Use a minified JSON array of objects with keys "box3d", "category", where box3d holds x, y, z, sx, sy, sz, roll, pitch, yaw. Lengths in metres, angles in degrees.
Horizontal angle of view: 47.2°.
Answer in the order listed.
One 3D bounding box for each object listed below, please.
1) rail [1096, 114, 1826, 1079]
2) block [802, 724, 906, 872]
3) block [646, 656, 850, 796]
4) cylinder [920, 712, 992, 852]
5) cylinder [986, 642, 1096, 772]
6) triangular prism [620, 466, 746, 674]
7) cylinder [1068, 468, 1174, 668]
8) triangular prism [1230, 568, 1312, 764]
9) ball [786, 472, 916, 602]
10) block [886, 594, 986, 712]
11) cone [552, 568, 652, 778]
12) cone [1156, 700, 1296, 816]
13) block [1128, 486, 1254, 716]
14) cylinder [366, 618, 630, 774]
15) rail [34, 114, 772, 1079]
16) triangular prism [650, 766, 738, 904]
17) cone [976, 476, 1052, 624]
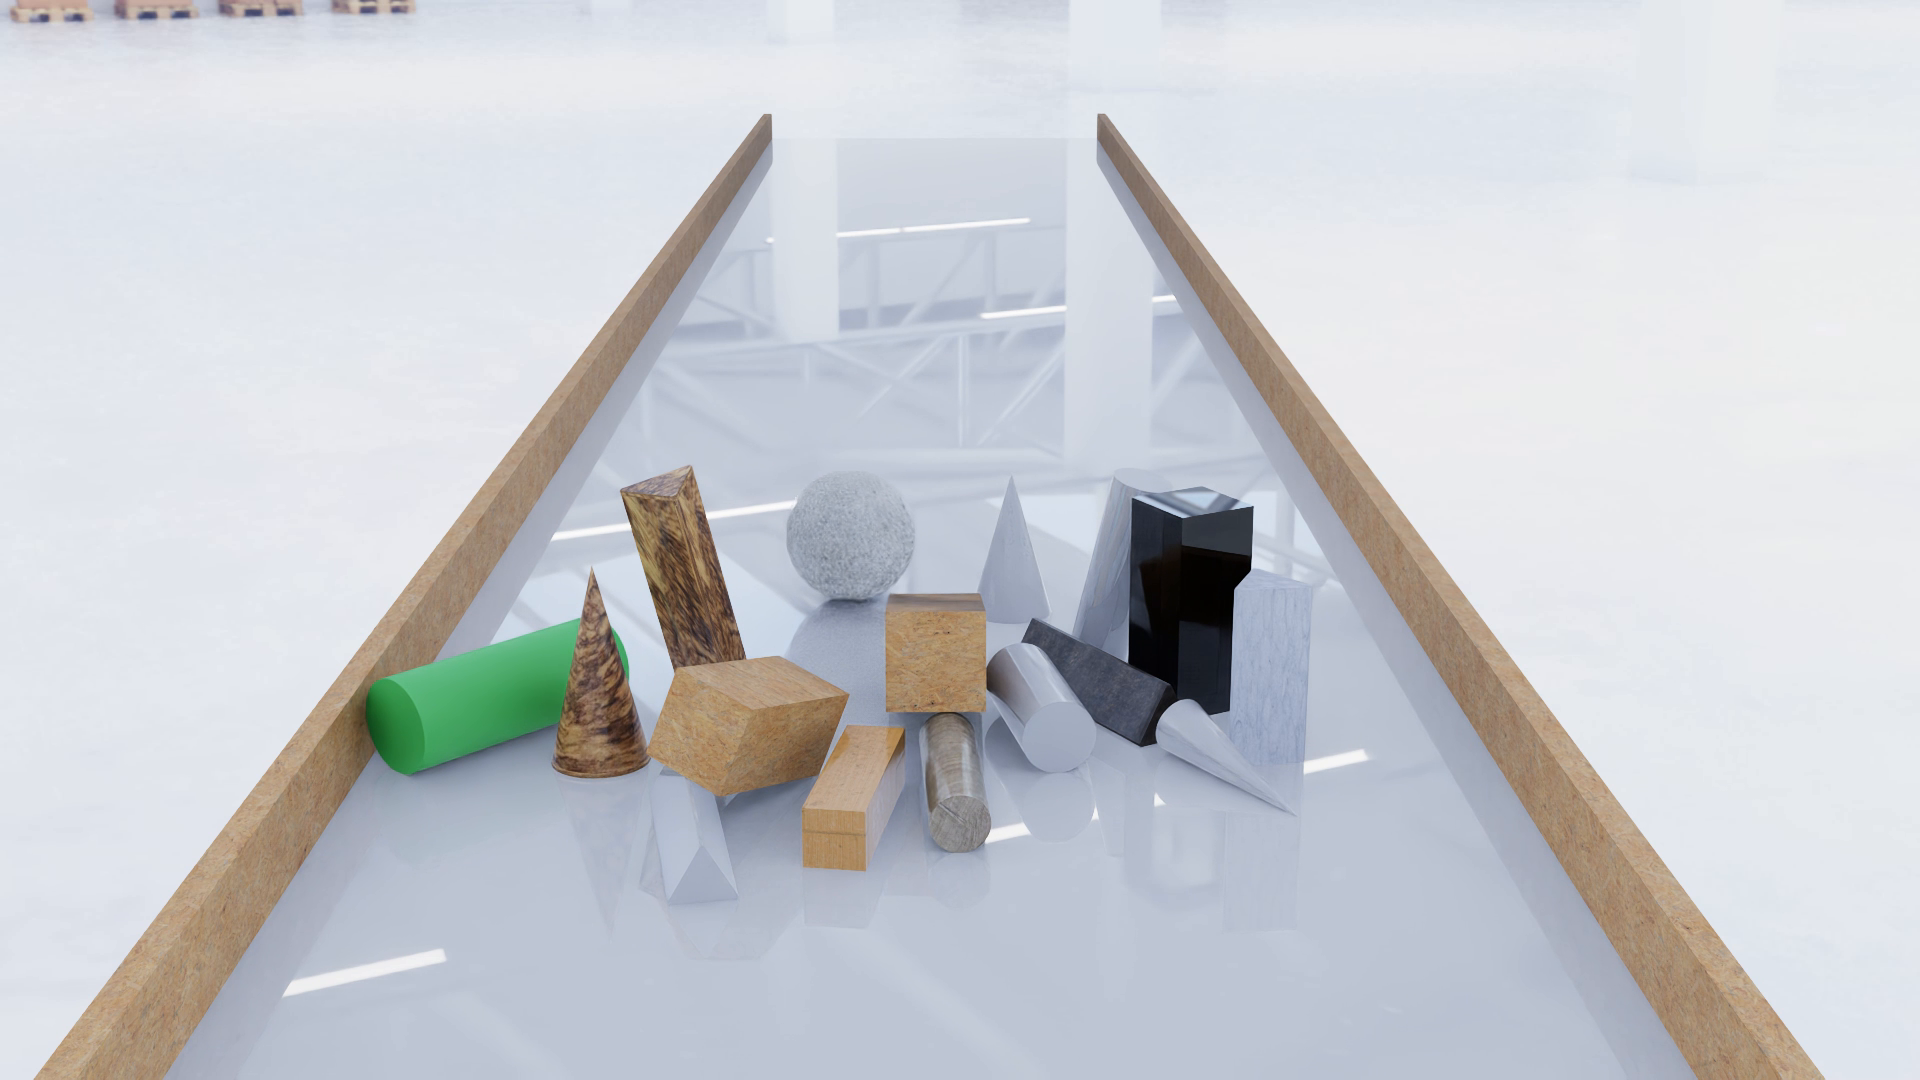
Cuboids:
[{"box3d":[0.932,-0.844,7.801,0.050,0.150,12.000,0,17,-1],"category":"rail"},{"box3d":[-0.172,0.421,3.634,0.101,0.101,0.363,2,17,8],"category":"block"},{"box3d":[-0.354,0.310,3.719,0.157,0.157,0.319,26,12,24],"category":"block"},{"box3d":[-0.011,0.402,3.700,0.100,0.100,0.373,-1,17,-3],"category":"cylinder"},{"box3d":[0.142,0.300,3.984,0.133,0.133,0.315,-3,17,-11],"category":"cylinder"},{"box3d":[-0.501,0.073,4.195,0.143,0.420,0.123,6,30,38],"category":"triangular prism"},{"box3d":[0.315,0.056,4.335,0.120,0.383,0.120,11,22,-5],"category":"cylinder"},{"box3d":[0.535,0.223,3.905,0.137,0.326,0.119,-2,17,-8],"category":"triangular prism"},{"box3d":[-0.236,-0.007,4.759,0.280,0.280,0.280,0,17,0],"category":"ball"},{"box3d":[-0.046,0.203,4.067,0.176,0.176,0.429,0,3,-1],"category":"block"},{"box3d":[-0.638,0.216,3.861,0.176,0.364,0.176,0,17,0],"category":"cone"},{"box3d":[0.479,0.397,3.802,0.103,0.103,0.342,-10,28,-29],"category":"cone"},{"box3d":[0.431,0.119,4.133,0.161,0.396,0.161,-9,19,-29],"category":"block"},{"box3d":[-0.833,0.276,3.996,0.174,0.174,0.456,14,22,39],"category":"cylinder"},{"box3d":[-1.118,-0.838,7.780,0.050,0.150,12.000,0,17,-1],"category":"rail"},{"box3d":[-0.435,0.448,3.552,0.106,0.092,0.432,-3,17,-11],"category":"triangular prism"},{"box3d":[0.109,0.005,4.672,0.174,0.307,0.174,0,17,0],"category":"cone"}]
